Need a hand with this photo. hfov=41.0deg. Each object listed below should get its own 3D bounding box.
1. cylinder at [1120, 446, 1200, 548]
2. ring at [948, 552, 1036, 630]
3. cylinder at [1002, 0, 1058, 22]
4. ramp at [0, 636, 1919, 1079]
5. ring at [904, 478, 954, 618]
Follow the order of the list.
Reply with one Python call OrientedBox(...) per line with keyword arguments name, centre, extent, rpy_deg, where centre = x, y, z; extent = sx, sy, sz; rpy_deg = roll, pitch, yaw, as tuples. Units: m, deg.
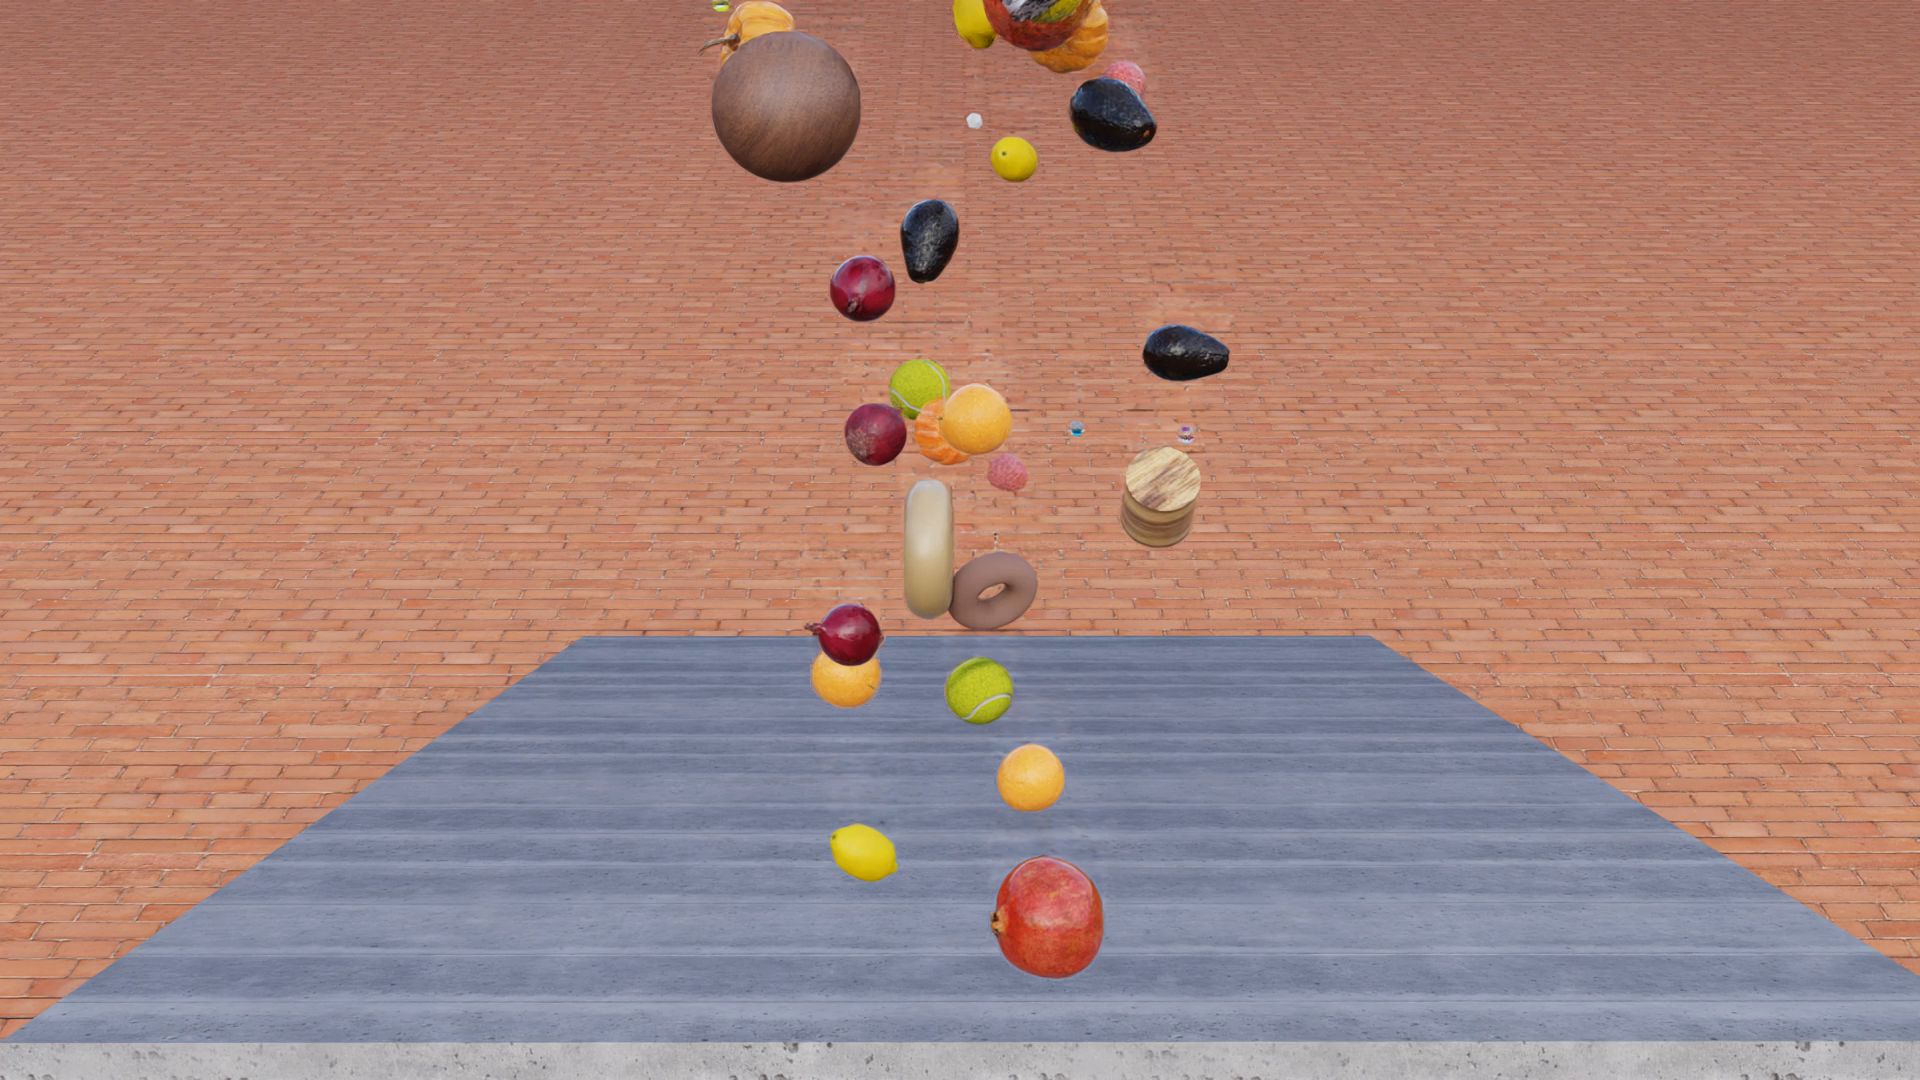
OrientedBox(name="cylinder", centre=(0.213, -0.045, 2.731), extent=(0.079, 0.079, 0.079), rpy_deg=(1, 60, -1))
OrientedBox(name="ring", centre=(0.031, 0.050, 2.509), extent=(0.093, 0.093, 0.031), rpy_deg=(-7, 44, -19))
OrientedBox(name="cylinder", centre=(0.057, -0.503, 2.275), extent=(0.062, 0.062, 0.062), rpy_deg=(-32, -8, -5))
OrientedBox(name="ramp", centre=(0.046, 0.419, 4.534), extent=(2.000, 0.100, 4.000), rpy_deg=(0, 4, 0))
OrientedBox(name="ring", centre=(-0.029, 0.008, 2.440), extent=(0.045, 0.134, 0.134), rpy_deg=(0, 20, 1))
